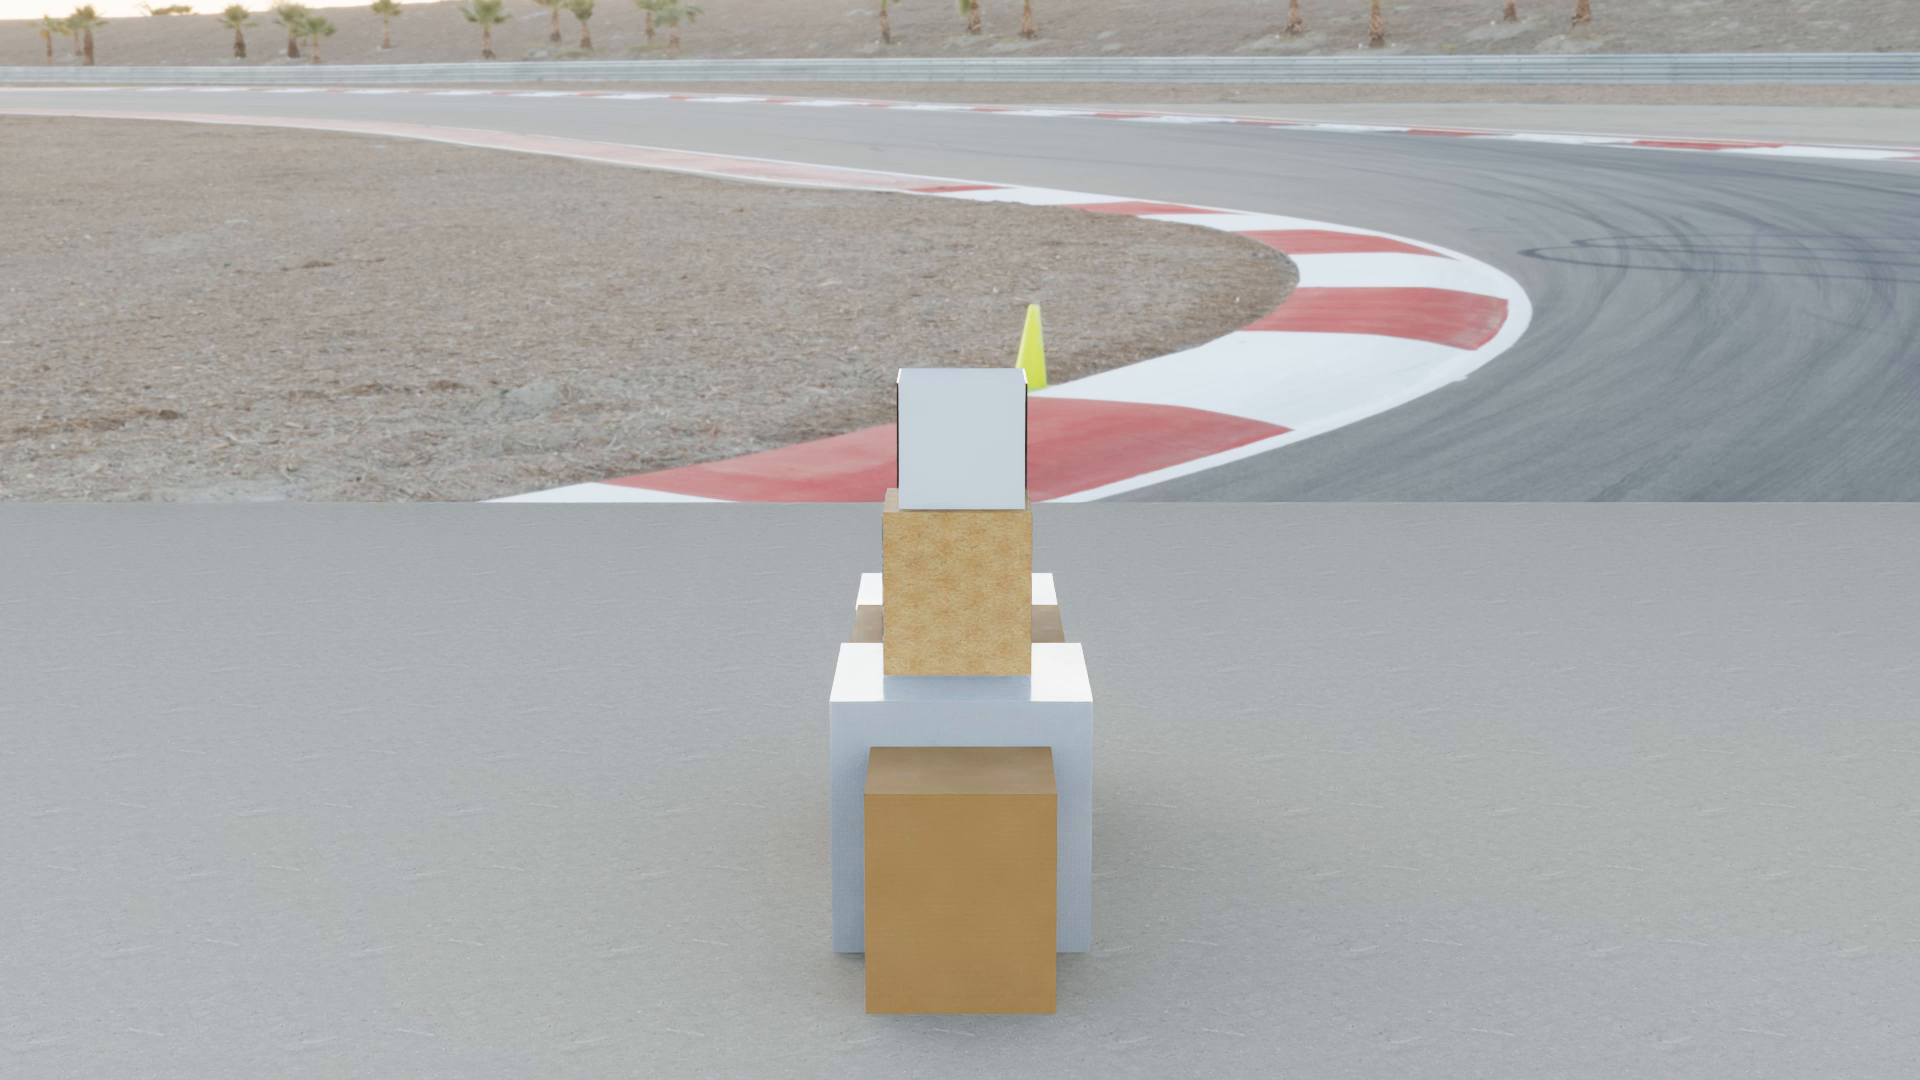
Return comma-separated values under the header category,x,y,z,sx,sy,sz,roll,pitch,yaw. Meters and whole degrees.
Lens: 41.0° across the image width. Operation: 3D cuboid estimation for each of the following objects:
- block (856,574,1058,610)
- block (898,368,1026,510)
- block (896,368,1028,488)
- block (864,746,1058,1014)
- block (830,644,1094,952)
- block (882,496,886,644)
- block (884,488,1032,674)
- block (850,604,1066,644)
category,x,y,z,sx,sy,sz,roll,pitch,yaw
block,-0.015,0.743,12.667,0.960,1.005,0.884,0,10,0
block,0.008,-0.433,10.824,0.520,0.524,0.536,0,10,0
block,0.009,-0.439,11.378,0.564,0.582,0.536,0,10,0
block,0.003,1.308,9.964,0.719,0.861,0.683,0,10,0
block,0.005,1.060,10.815,1.048,1.045,1.060,0,10,0
block,-0.013,0.122,11.526,0.657,0.574,0.615,0,10,0
block,-0.010,0.168,10.893,0.611,0.683,0.626,0,10,0
block,-0.009,0.891,11.784,0.947,1.031,0.887,0,10,0
